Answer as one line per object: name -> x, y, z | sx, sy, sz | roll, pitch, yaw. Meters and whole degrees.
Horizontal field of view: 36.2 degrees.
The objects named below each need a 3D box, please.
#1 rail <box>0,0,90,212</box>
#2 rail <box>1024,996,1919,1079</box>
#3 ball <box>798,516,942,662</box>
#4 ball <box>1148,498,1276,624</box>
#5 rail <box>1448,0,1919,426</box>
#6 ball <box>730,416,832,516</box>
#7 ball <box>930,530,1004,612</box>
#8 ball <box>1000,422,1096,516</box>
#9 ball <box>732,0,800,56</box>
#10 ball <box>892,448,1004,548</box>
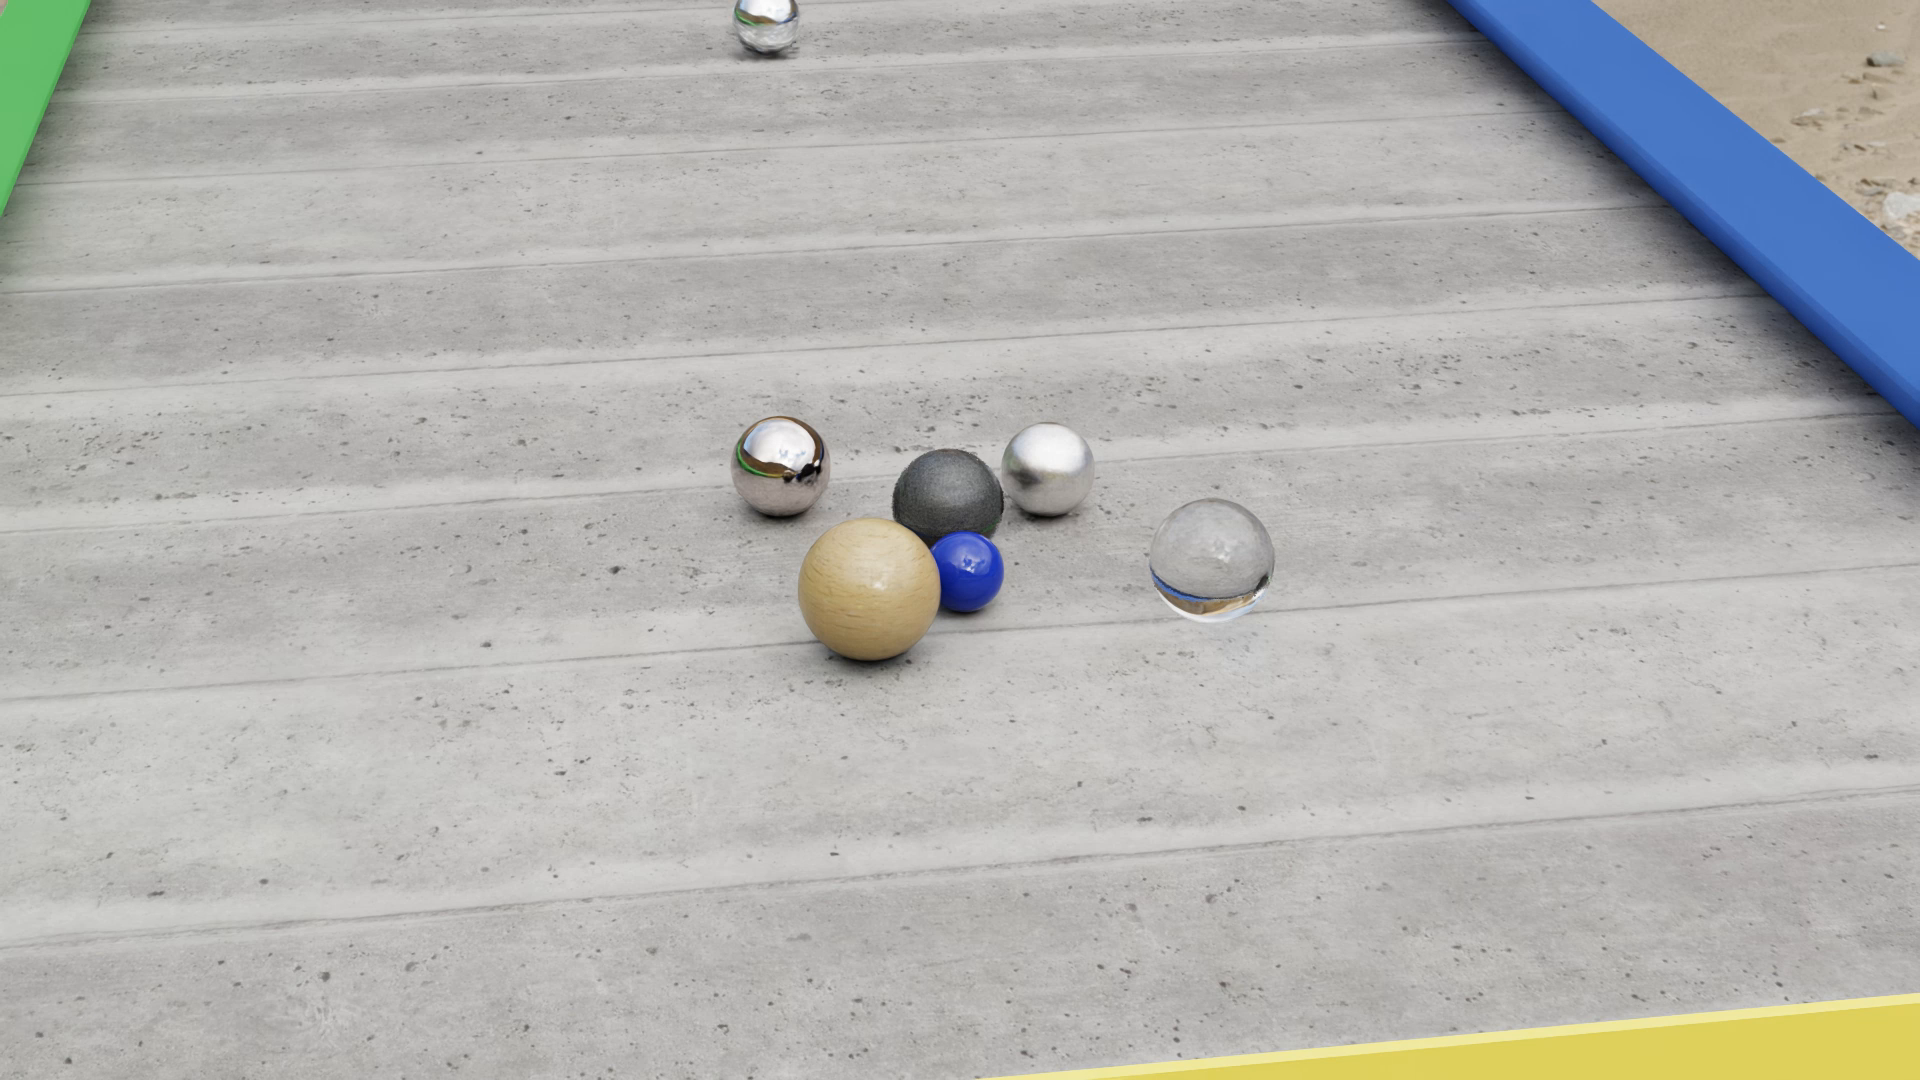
rail -> -0.823, -0.277, 2.456 | 0.045, 0.118, 2.803 | -4, 26, -8
rail -> 0.102, 0.272, 1.329 | 1.499, 0.118, 0.045 | -4, 26, -8
ball -> -0.057, 0.031, 1.857 | 0.091, 0.091, 0.091 | 0, 26, 0
ball -> 0.163, 0.013, 1.904 | 0.081, 0.081, 0.081 | 0, 26, 0
rail -> 0.612, -0.372, 2.652 | 0.045, 0.118, 2.803 | -4, 26, -8
ball -> -0.125, -0.052, 2.050 | 0.071, 0.071, 0.071 | 0, 26, 0
ball -> 0.003, 0.021, 1.922 | 0.053, 0.053, 0.053 | 0, 26, 0
ball -> 0.061, -0.049, 2.051 | 0.066, 0.066, 0.066 | 0, 26, 0
ball -> -0.201, -0.539, 3.052 | 0.071, 0.071, 0.071 | 0, 26, 0
ball -> -0.008, -0.024, 1.988 | 0.076, 0.076, 0.076 | 0, 26, 0
